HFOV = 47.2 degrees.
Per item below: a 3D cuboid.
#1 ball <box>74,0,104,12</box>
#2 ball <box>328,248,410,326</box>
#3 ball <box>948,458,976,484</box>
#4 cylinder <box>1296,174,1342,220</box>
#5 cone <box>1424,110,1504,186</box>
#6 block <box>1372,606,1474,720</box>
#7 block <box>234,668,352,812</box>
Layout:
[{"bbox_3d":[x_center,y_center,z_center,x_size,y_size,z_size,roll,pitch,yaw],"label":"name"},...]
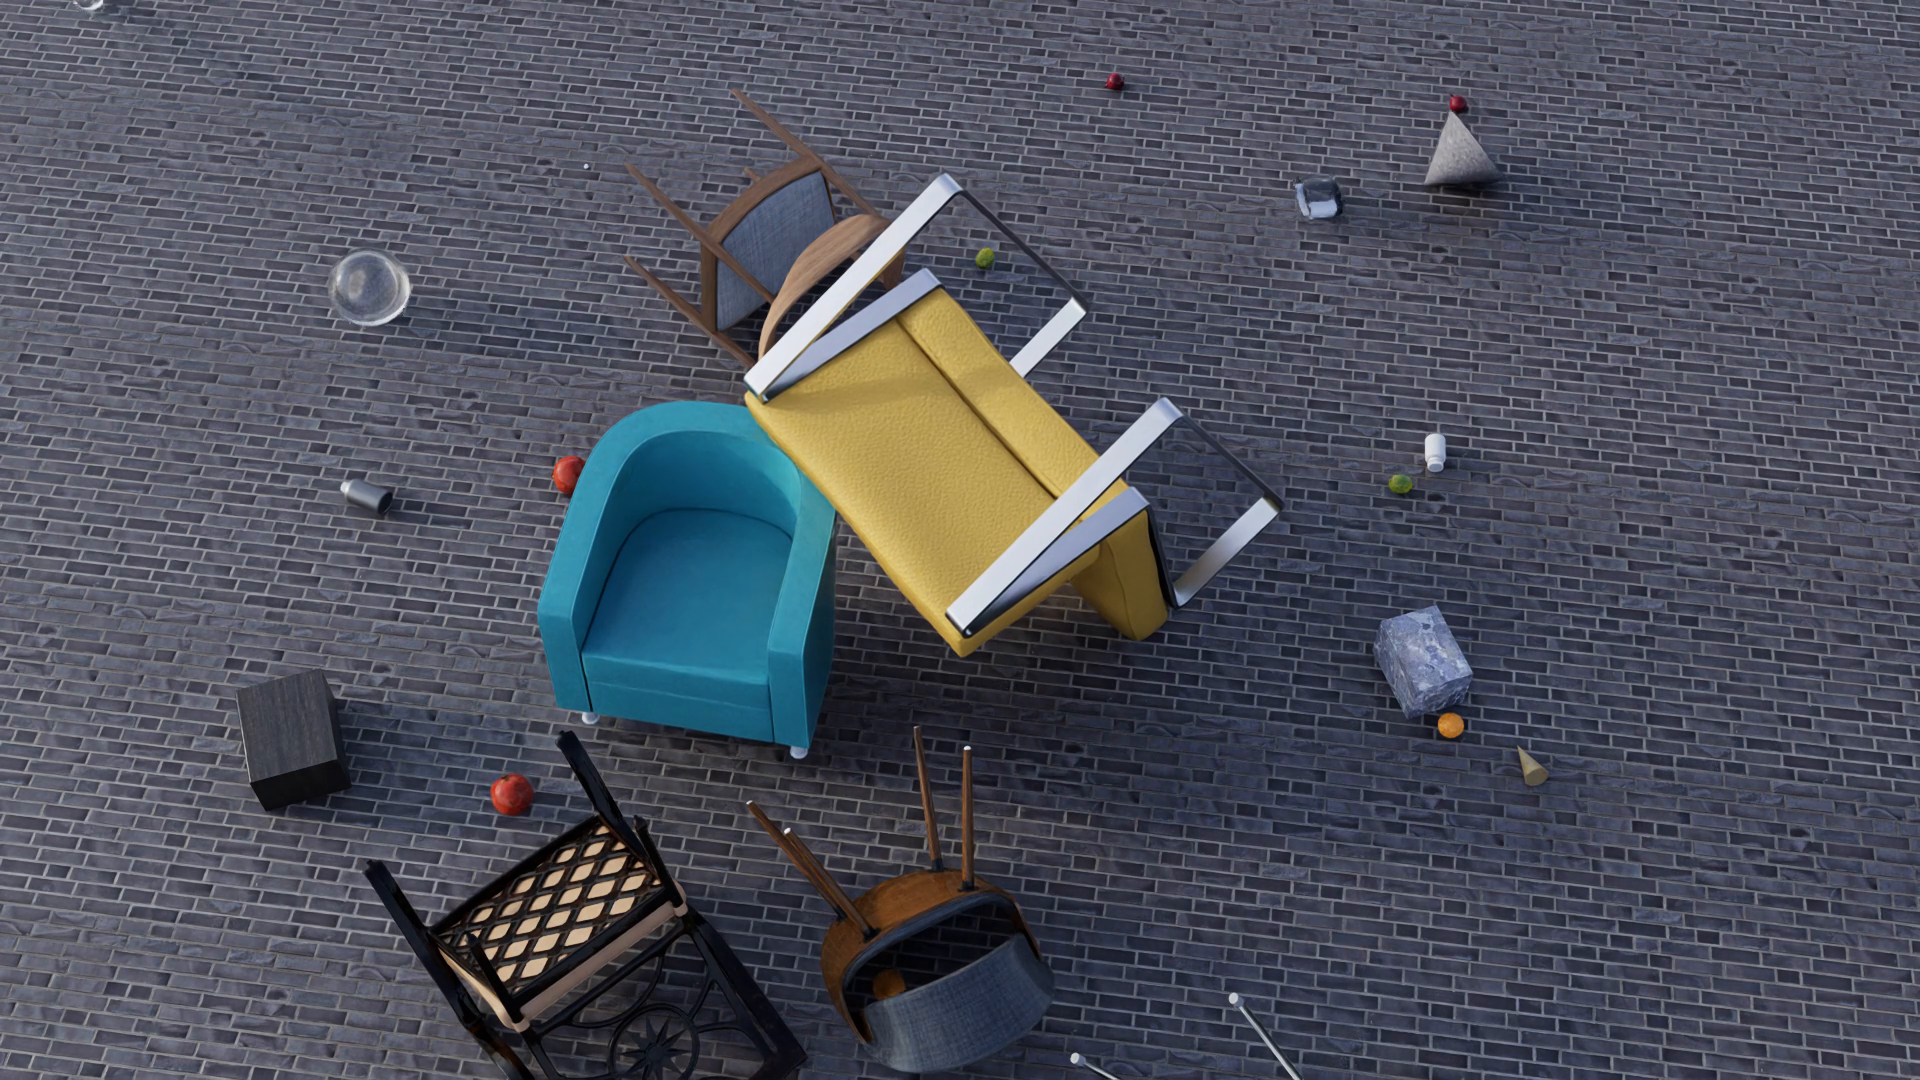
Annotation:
[{"bbox_3d":[-3.096,-1.934,7.806,0.109,0.109,0.109,0,56,0],"label":"ball"},{"bbox_3d":[-1.870,-0.801,6.961,0.250,0.250,0.250,0,56,0],"label":"ball"},{"bbox_3d":[0.006,-0.207,6.665,0.080,0.080,0.080,0,56,0],"label":"ball"},{"bbox_3d":[1.187,-1.135,7.270,0.108,0.103,0.187,-7,44,-5],"label":"cylinder"},{"bbox_3d":[1.637,-1.250,7.342,0.219,0.273,0.314,-37,47,15],"label":"cone"},{"bbox_3d":[1.311,0.347,6.244,0.173,0.161,0.239,-15,58,-10],"label":"block"},{"bbox_3d":[-1.850,0.553,6.101,0.238,0.169,0.301,-15,57,-10],"label":"block"}]
